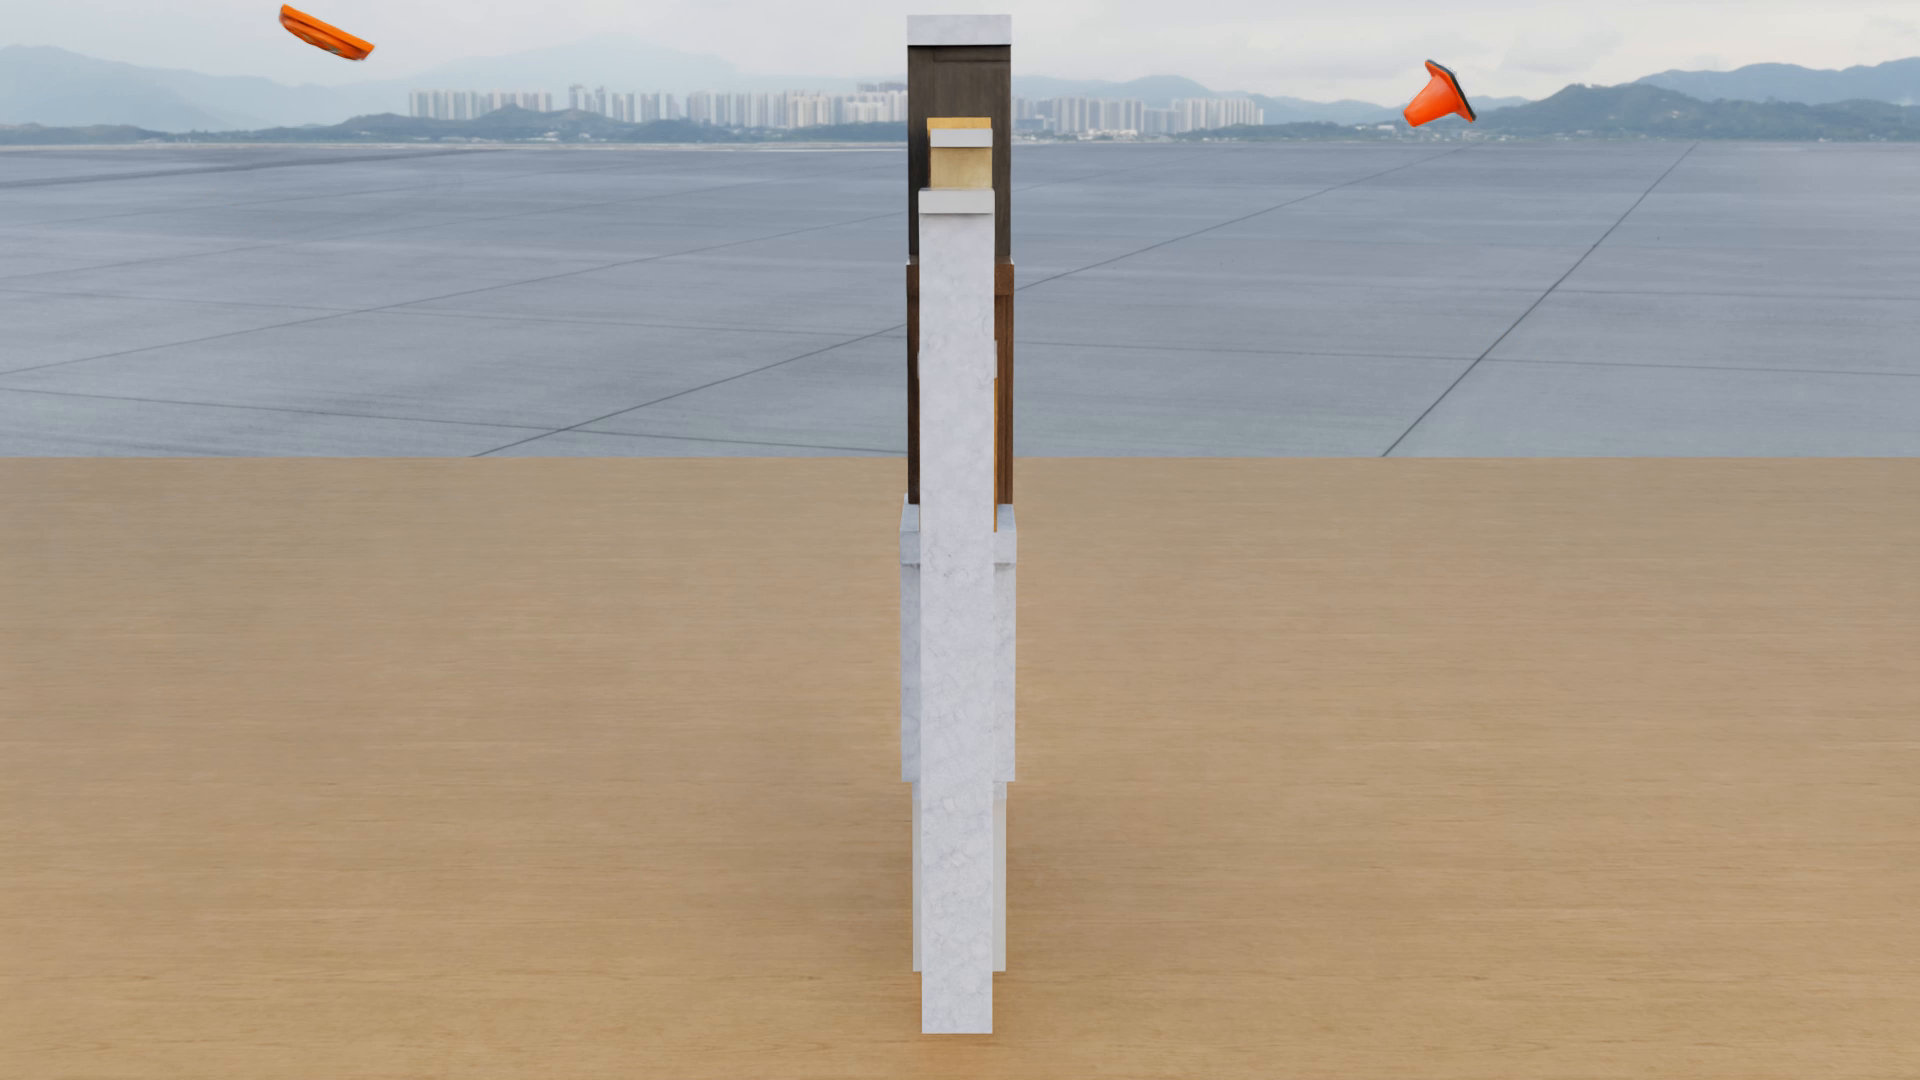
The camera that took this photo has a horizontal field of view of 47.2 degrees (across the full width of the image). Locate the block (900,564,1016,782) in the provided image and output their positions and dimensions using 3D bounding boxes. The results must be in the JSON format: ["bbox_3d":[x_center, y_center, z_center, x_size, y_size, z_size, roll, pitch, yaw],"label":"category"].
[{"bbox_3d":[-0.003,0.185,3.194,0.165,0.330,0.047,0,10,0],"label":"block"}]

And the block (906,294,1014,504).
[{"bbox_3d":[0.000,-0.214,3.317,0.158,0.317,0.045,0,10,0],"label":"block"}]

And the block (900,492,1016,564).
[{"bbox_3d":[-0.003,-0.020,3.268,0.165,0.047,0.330,0,11,0],"label":"block"}]

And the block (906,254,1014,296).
[{"bbox_3d":[0.000,-0.411,3.388,0.158,0.045,0.317,0,10,0],"label":"block"}]

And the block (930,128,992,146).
[{"bbox_3d":[0.001,-0.575,3.140,0.086,0.024,0.171,0,11,0],"label":"block"}]

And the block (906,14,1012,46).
[{"bbox_3d":[-0.002,-0.816,3.546,0.162,0.046,0.323,-1,10,0],"label":"block"}]

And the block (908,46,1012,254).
[{"bbox_3d":[-0.001,-0.614,3.474,0.162,0.323,0.046,0,10,0],"label":"block"}]

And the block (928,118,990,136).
[{"bbox_3d":[-0.002,-0.623,3.318,0.093,0.026,0.185,0,10,0],"label":"block"}]

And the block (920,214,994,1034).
[{"bbox_3d":[-0.004,0.130,3.010,0.099,1.145,0.028,0,11,0],"label":"block"}]

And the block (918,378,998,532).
[{"bbox_3d":[-0.003,-0.122,3.088,0.110,0.220,0.031,0,10,0],"label":"block"}]

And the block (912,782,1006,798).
[{"bbox_3d":[-0.001,0.338,3.385,0.140,0.040,0.280,0,11,0],"label":"block"}]

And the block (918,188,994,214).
[{"bbox_3d":[-0.005,-0.459,2.967,0.099,0.028,0.198,0,11,0],"label":"block"}]

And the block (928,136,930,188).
[{"bbox_3d":[-0.002,-0.508,3.277,0.093,0.185,0.026,0,10,0],"label":"block"}]

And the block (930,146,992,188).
[{"bbox_3d":[0.002,-0.413,3.111,0.085,0.282,0.024,0,10,1],"label":"block"}]

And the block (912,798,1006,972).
[{"bbox_3d":[-0.001,0.512,3.323,0.140,0.280,0.040,0,11,0],"label":"block"}]

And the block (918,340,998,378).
[{"bbox_3d":[-0.002,-0.259,3.137,0.110,0.031,0.220,0,11,1],"label":"block"}]
